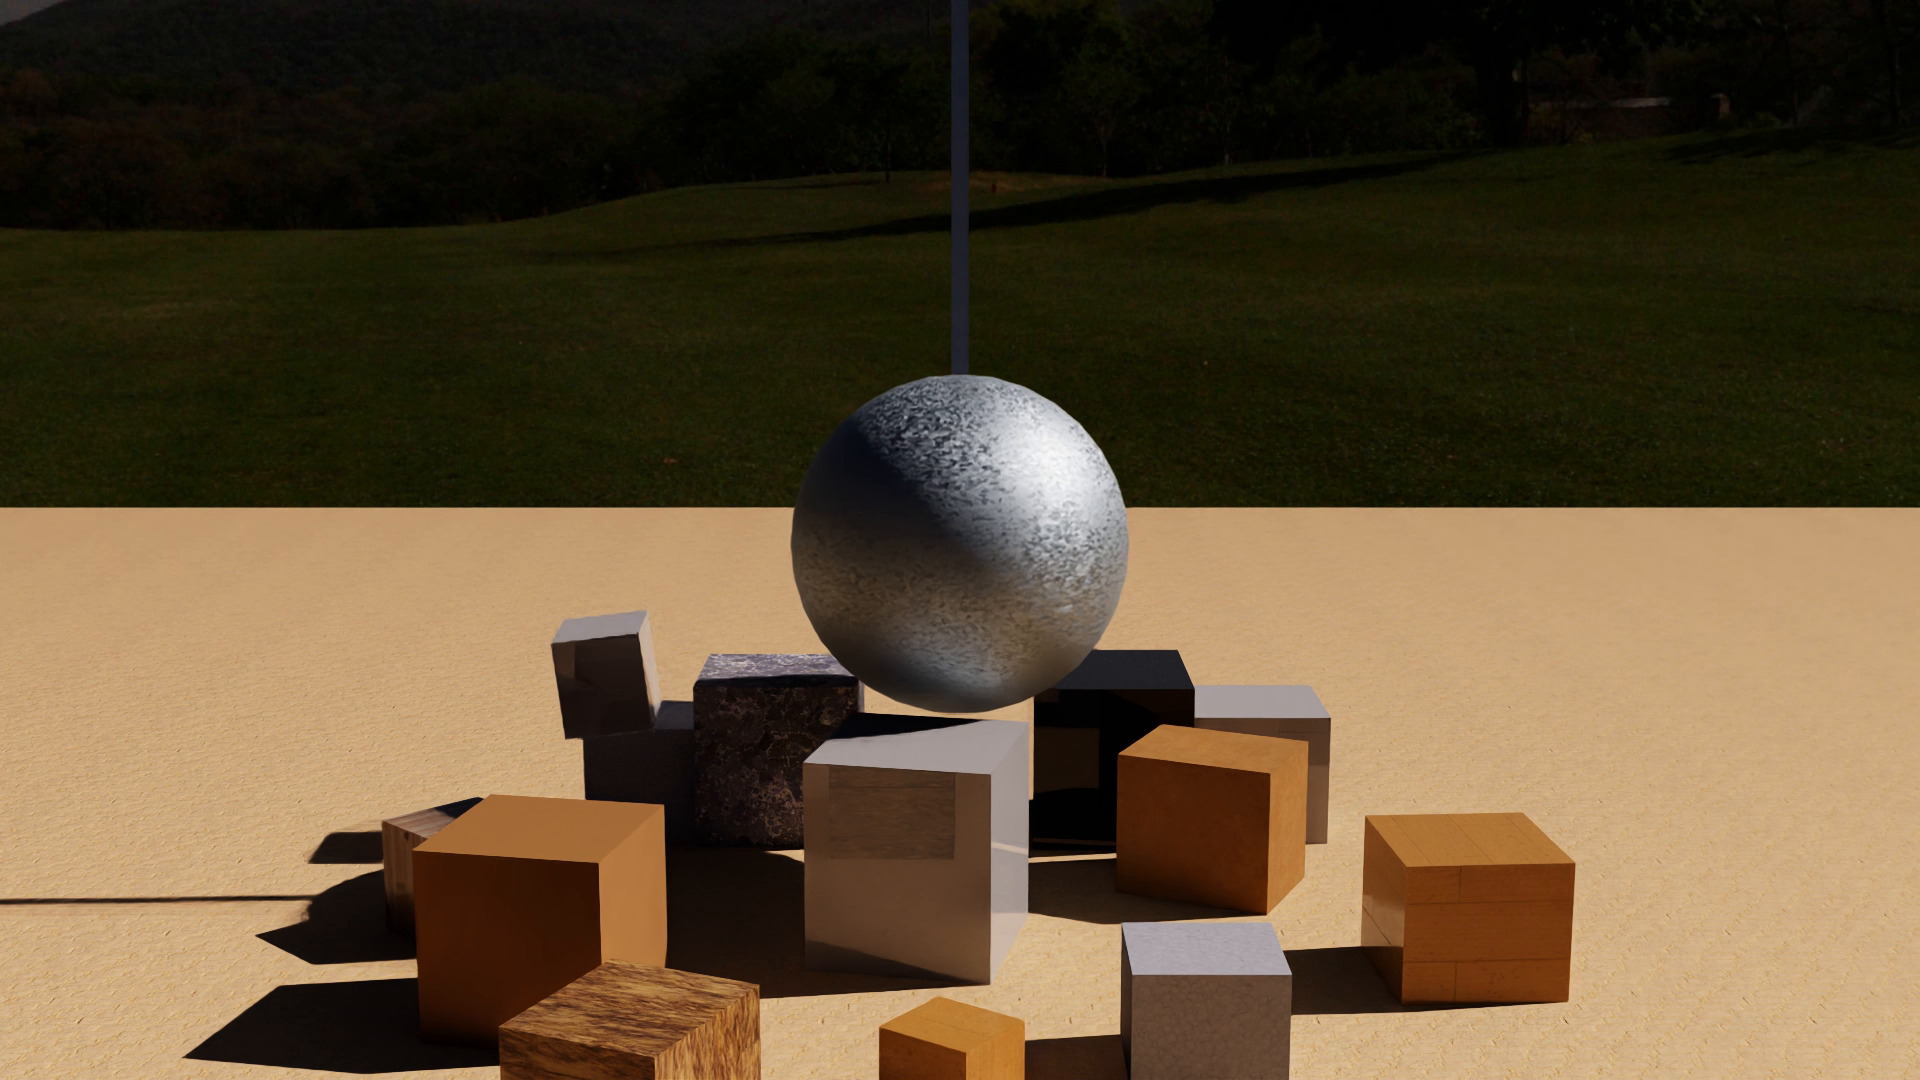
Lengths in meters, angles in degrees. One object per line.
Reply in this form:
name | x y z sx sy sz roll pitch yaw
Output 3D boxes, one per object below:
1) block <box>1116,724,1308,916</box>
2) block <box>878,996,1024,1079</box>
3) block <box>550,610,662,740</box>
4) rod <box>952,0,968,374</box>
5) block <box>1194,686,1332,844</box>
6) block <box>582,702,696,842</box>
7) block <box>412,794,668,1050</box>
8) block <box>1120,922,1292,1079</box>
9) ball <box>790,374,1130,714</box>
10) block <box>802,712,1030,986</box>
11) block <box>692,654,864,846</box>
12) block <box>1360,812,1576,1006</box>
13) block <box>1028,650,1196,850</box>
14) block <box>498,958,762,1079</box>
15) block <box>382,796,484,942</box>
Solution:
block | 1.201 1.314 10.450 0.743 0.676 0.597 5 11 25
block | -0.030 1.926 8.047 0.394 0.331 0.362 7 13 36
block | -1.779 0.674 11.096 0.433 0.495 0.491 -7 12 -1
rod | 0.000 -3.378 10.218 0.080 5.200 0.080 0 3 0
block | 1.512 1.153 11.389 0.689 0.657 0.667 0 10 0
block | -1.613 1.190 11.375 0.561 0.587 0.561 0 10 0
block | -1.675 1.539 8.884 0.763 0.793 0.761 2 11 11
block | 0.932 1.786 8.438 0.590 0.466 0.552 0 10 0
ball | 0.000 0.018 10.380 1.600 1.600 1.600 0 10 0
block | -0.175 1.332 9.670 0.810 0.920 0.852 2 11 12
block | -0.917 1.074 11.353 0.816 0.825 0.722 0 10 0
block | 2.140 1.555 9.338 0.700 0.599 0.690 -1 10 -4
block | 0.763 1.069 11.374 0.798 0.828 0.855 0 10 0
block | -1.129 1.882 7.622 0.615 0.570 0.688 5 11 24
block | -2.226 1.503 9.882 0.518 0.507 0.506 10 14 43
